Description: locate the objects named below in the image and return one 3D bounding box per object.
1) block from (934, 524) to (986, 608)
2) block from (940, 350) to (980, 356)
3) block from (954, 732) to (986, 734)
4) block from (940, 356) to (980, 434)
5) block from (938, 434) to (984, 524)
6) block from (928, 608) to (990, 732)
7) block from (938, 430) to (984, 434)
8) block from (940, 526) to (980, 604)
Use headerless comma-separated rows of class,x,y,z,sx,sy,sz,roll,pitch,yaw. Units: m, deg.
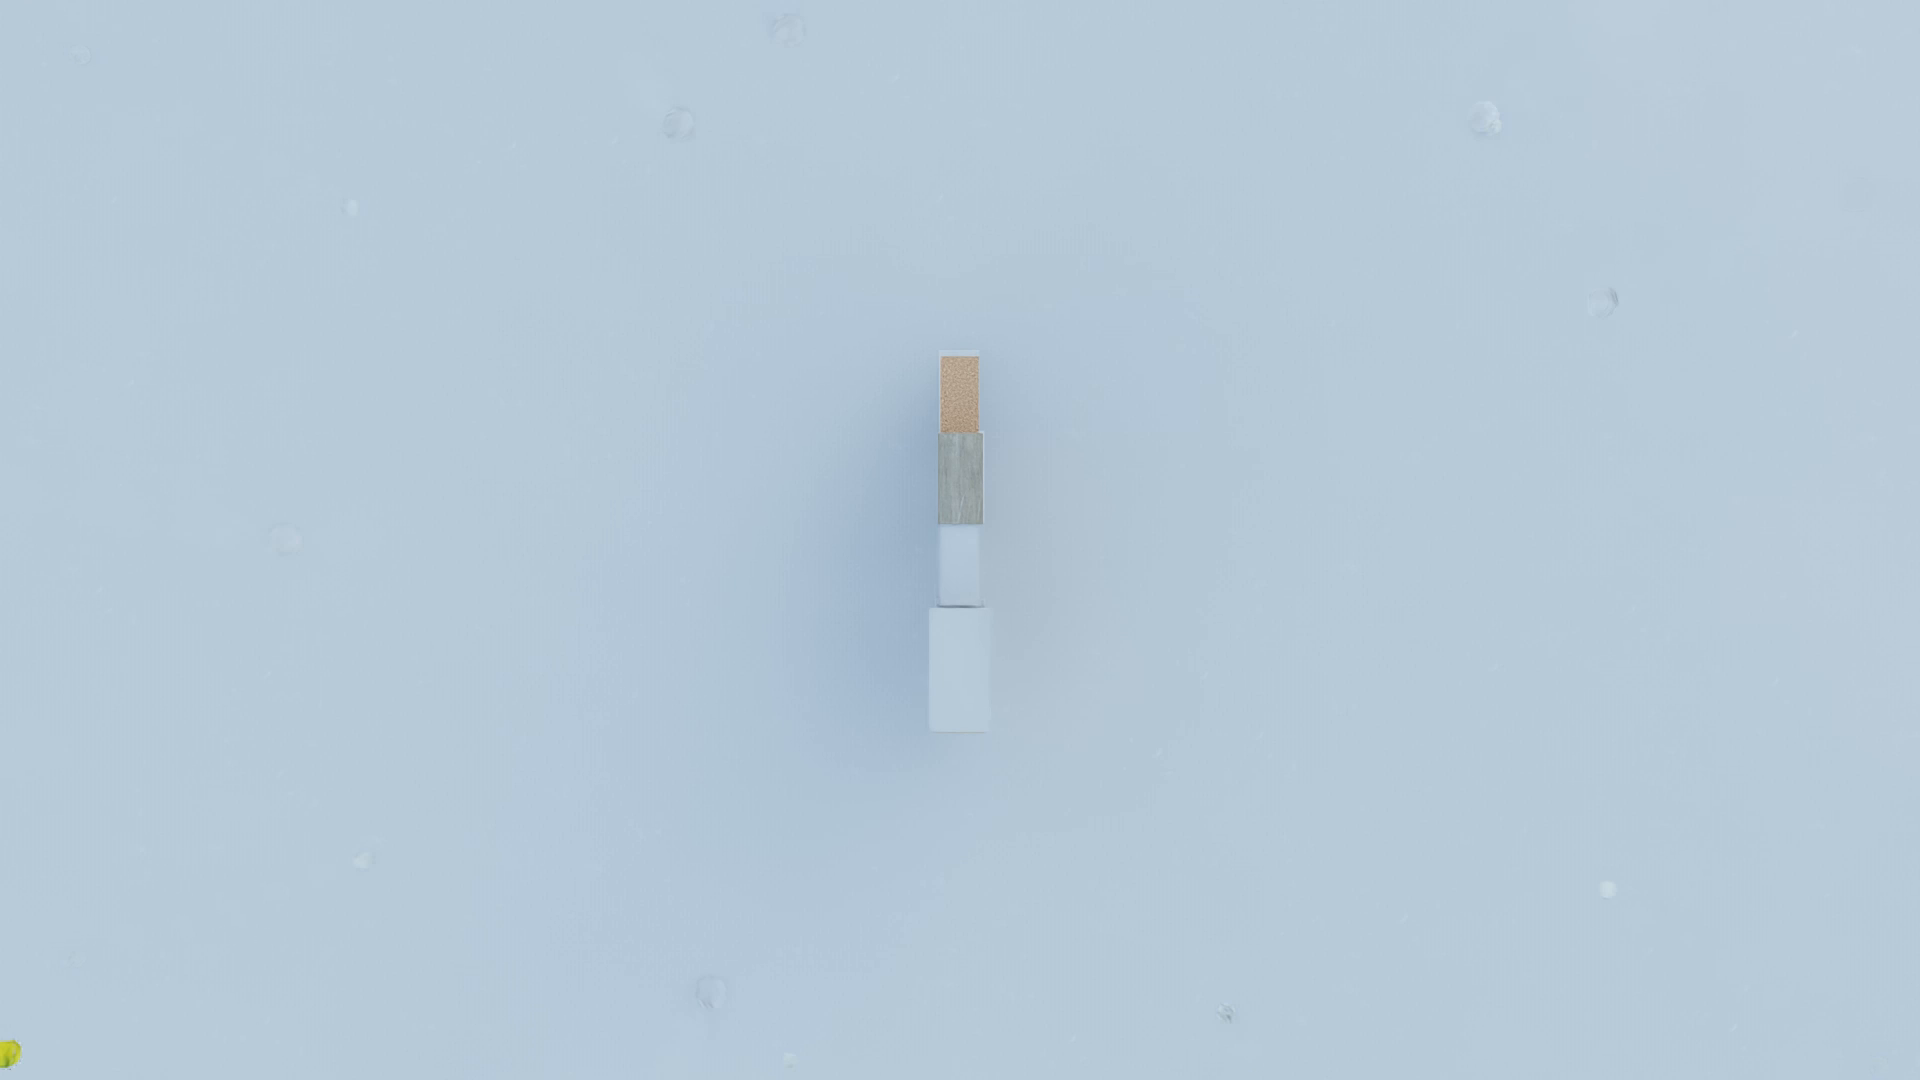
block,0.000,0.109,5.164,0.157,0.044,0.314,0,90,0
block,-0.002,-0.474,5.229,0.126,0.036,0.253,0,90,0
block,0.000,0.435,5.147,0.165,0.047,0.329,0,90,0
block,-0.001,-0.435,4.965,0.115,0.033,0.230,0,90,0
block,0.002,-0.182,4.884,0.134,0.038,0.267,0,90,0
block,-0.001,0.373,4.745,0.177,0.050,0.354,0,90,0
block,0.004,-0.198,5.191,0.144,0.041,0.289,0,90,0
block,-0.001,0.074,4.890,0.117,0.033,0.235,0,90,0
